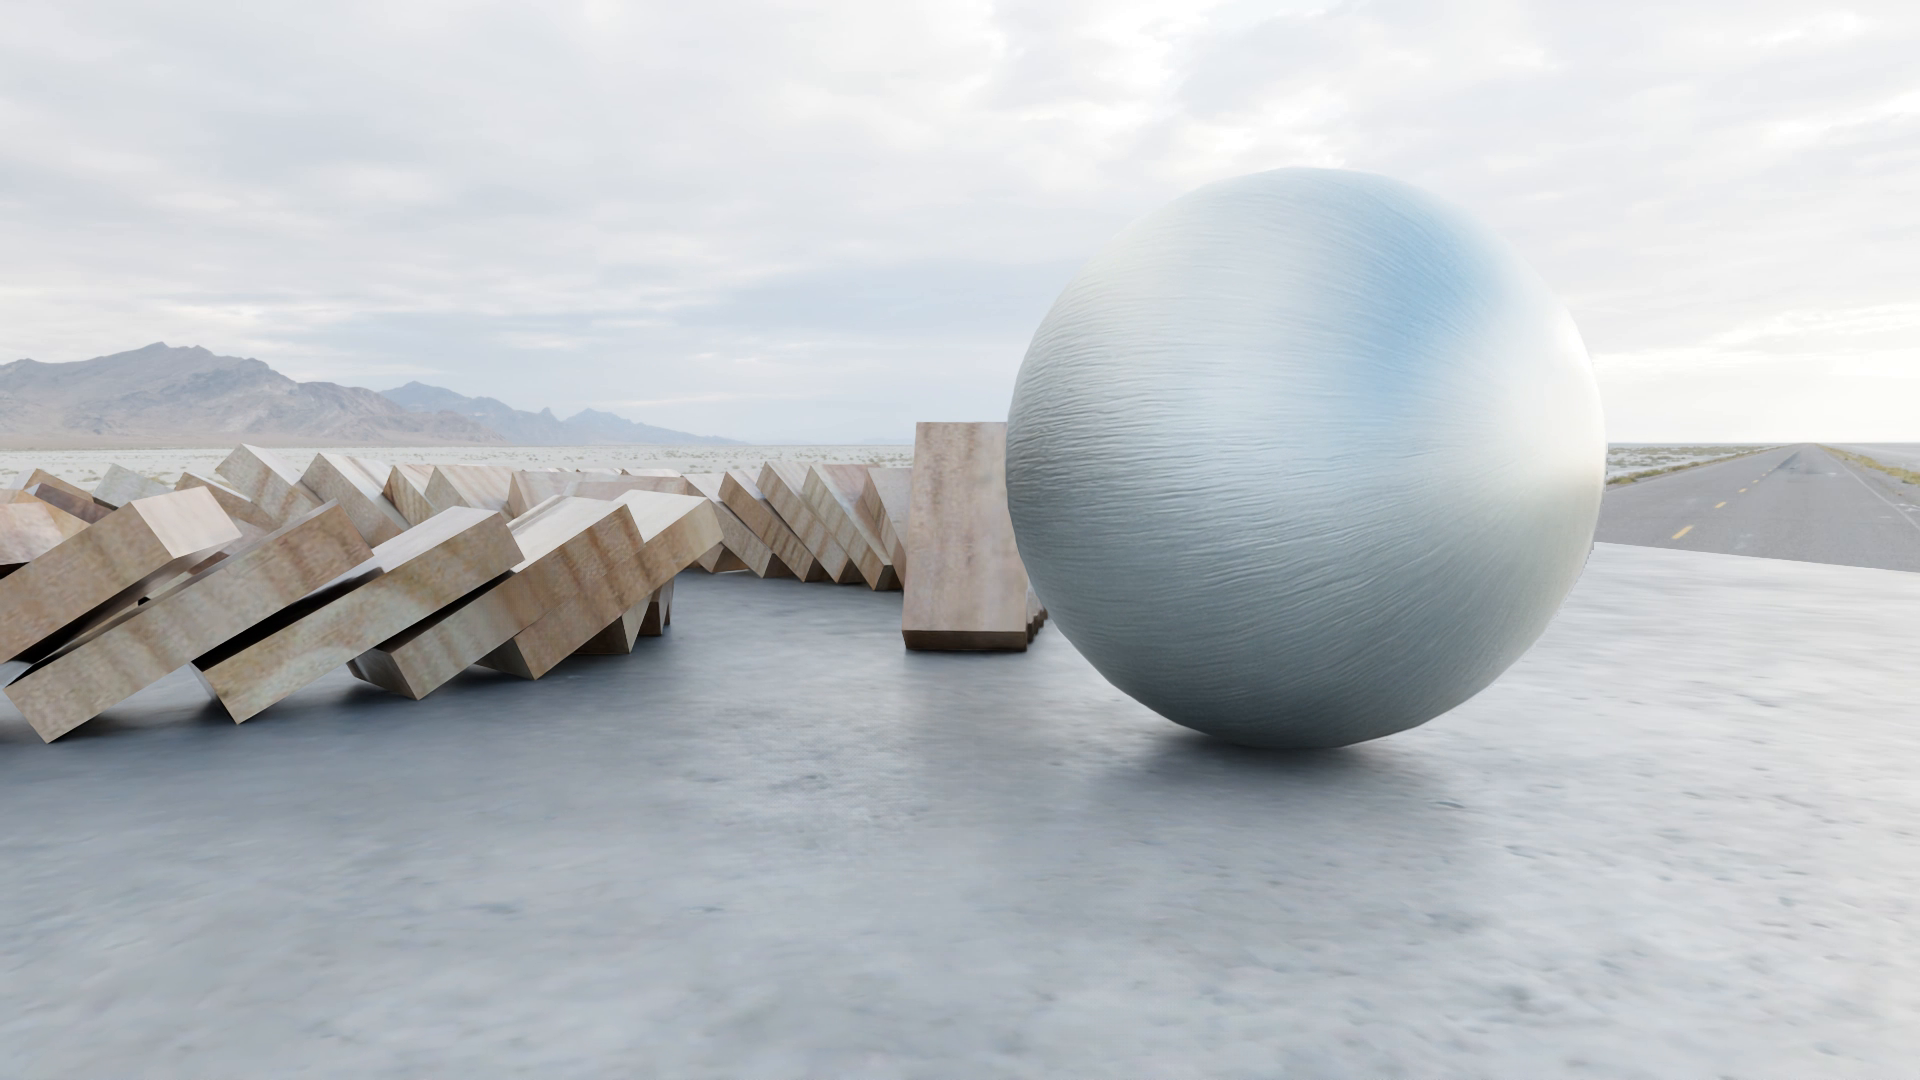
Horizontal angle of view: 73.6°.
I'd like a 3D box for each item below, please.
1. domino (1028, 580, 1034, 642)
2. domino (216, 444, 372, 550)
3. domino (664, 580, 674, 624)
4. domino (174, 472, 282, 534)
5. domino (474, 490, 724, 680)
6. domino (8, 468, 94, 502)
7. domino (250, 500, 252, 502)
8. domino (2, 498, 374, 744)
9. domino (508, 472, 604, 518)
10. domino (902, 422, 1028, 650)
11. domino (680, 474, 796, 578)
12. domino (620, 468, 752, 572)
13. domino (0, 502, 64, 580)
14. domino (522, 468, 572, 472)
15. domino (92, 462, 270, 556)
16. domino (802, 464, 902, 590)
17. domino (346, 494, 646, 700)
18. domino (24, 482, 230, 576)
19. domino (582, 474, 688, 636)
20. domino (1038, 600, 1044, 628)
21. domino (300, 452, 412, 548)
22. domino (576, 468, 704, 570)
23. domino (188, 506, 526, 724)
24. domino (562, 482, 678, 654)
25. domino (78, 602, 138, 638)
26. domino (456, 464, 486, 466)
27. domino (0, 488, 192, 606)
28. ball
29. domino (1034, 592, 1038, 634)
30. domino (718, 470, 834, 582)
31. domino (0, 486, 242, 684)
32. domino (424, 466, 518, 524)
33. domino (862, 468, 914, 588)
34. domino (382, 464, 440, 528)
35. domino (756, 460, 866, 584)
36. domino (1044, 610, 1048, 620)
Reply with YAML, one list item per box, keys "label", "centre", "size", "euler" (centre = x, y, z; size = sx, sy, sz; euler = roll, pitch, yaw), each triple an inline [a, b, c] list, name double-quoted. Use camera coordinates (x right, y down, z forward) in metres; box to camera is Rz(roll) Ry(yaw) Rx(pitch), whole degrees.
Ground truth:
- label: "domino"
  centre: [0.004, -0.002, 0.284]
  size: [0.025, 0.050, 0.009]
  euler: [0, -28, 5]
- label: "domino"
  centre: [-0.175, -0.005, 0.351]
  size: [0.050, 0.010, 0.025]
  euler: [42, -8, -8]
- label: "domino"
  centre: [-0.083, 0.002, 0.318]
  size: [0.025, 0.009, 0.050]
  euler: [-1, 33, -8]
- label: "domino"
  centre: [-0.231, -0.006, 0.423]
  size: [0.050, 0.009, 0.025]
  euler: [29, -10, -21]
- label: "domino"
  centre: [-0.073, 0.007, 0.253]
  size: [0.025, 0.009, 0.050]
  euler: [7, 35, 38]
- label: "domino"
  centre: [-0.263, -0.005, 0.395]
  size: [0.025, 0.010, 0.050]
  euler: [0, -28, 45]
- label: "domino"
  centre: [-0.209, -0.006, 0.434]
  size: [0.050, 0.010, 0.025]
  euler: [28, -3, -14]
- label: "domino"
  centre: [-0.118, 0.011, 0.201]
  size: [0.050, 0.009, 0.025]
  euler: [-35, 18, -21]
- label: "domino"
  centre: [-0.100, 0.000, 0.337]
  size: [0.025, 0.009, 0.050]
  euler: [-1, 36, -34]
- label: "domino"
  centre: [0.002, -0.002, 0.273]
  size: [0.025, 0.050, 0.009]
  euler: [0, -28, 5]
- label: "domino"
  centre: [-0.070, -0.006, 0.426]
  size: [0.050, 0.009, 0.025]
  euler: [37, 25, 31]
- label: "domino"
  centre: [-0.091, -0.007, 0.437]
  size: [0.050, 0.009, 0.025]
  euler: [36, 18, 23]
- label: "domino"
  centre: [-0.158, 0.012, 0.183]
  size: [0.050, 0.010, 0.025]
  euler: [-31, 1, 6]
- label: "domino"
  centre: [-0.128, -0.008, 0.448]
  size: [0.050, 0.009, 0.025]
  euler: [33, 13, 13]
- label: "domino"
  centre: [-0.199, -0.002, 0.338]
  size: [0.050, 0.009, 0.025]
  euler: [29, -24, -23]
- label: "domino"
  centre: [-0.026, -0.005, 0.391]
  size: [0.025, 0.009, 0.050]
  euler: [-3, 39, -37]
- label: "domino"
  centre: [-0.085, 0.009, 0.234]
  size: [0.025, 0.010, 0.050]
  euler: [7, 35, 42]
- label: "domino"
  centre: [-0.207, 0.002, 0.322]
  size: [0.025, 0.009, 0.050]
  euler: [-5, -27, 46]
- label: "domino"
  centre: [-0.080, 0.002, 0.301]
  size: [0.025, 0.010, 0.050]
  euler: [2, 35, -5]
- label: "domino"
  centre: [0.008, -0.004, 0.307]
  size: [0.025, 0.050, 0.009]
  euler: [0, -28, 5]
- label: "domino"
  centre: [-0.157, -0.005, 0.360]
  size: [0.050, 0.009, 0.025]
  euler: [39, 8, 13]
- label: "domino"
  centre: [-0.109, -0.008, 0.444]
  size: [0.050, 0.009, 0.025]
  euler: [35, 17, 20]
- label: "domino"
  centre: [-0.102, 0.011, 0.216]
  size: [0.050, 0.009, 0.025]
  euler: [-35, 24, -31]
- label: "domino"
  centre: [-0.079, 0.005, 0.279]
  size: [0.025, 0.009, 0.050]
  euler: [0, 35, 3]
- label: "domino"
  centre: [-0.208, 0.017, 0.275]
  size: [0.025, 0.009, 0.050]
  euler: [1, 4, 15]
- label: "domino"
  centre: [-0.152, -0.009, 0.447]
  size: [0.050, 0.010, 0.025]
  euler: [32, 3, -1]
- label: "domino"
  centre: [-0.206, 0.004, 0.298]
  size: [0.025, 0.010, 0.050]
  euler: [2, -25, 20]
- label: "ball"
  centre: [0.046, -0.011, 0.180]
  size: [0.080, 0.080, 0.080]
  euler: [0, 4, 0]
- label: "domino"
  centre: [0.006, -0.003, 0.295]
  size: [0.025, 0.050, 0.009]
  euler: [0, -28, 5]
- label: "domino"
  centre: [-0.054, -0.005, 0.415]
  size: [0.025, 0.010, 0.050]
  euler: [-5, 37, -47]
- label: "domino"
  centre: [-0.135, 0.010, 0.188]
  size: [0.050, 0.009, 0.025]
  euler: [-33, 11, -4]
- label: "domino"
  centre: [-0.120, -0.002, 0.347]
  size: [0.050, 0.009, 0.025]
  euler: [42, 24, 26]
- label: "domino"
  centre: [-0.010, -0.003, 0.377]
  size: [0.025, 0.009, 0.050]
  euler: [-2, 38, -21]
- label: "domino"
  centre: [-0.135, -0.003, 0.357]
  size: [0.050, 0.010, 0.025]
  euler: [41, 22, 24]
- label: "domino"
  centre: [-0.040, -0.006, 0.404]
  size: [0.025, 0.010, 0.050]
  euler: [-2, 39, -45]
- label: "domino"
  centre: [0.009, -0.005, 0.318]
  size: [0.025, 0.050, 0.009]
  euler: [0, -28, 4]
